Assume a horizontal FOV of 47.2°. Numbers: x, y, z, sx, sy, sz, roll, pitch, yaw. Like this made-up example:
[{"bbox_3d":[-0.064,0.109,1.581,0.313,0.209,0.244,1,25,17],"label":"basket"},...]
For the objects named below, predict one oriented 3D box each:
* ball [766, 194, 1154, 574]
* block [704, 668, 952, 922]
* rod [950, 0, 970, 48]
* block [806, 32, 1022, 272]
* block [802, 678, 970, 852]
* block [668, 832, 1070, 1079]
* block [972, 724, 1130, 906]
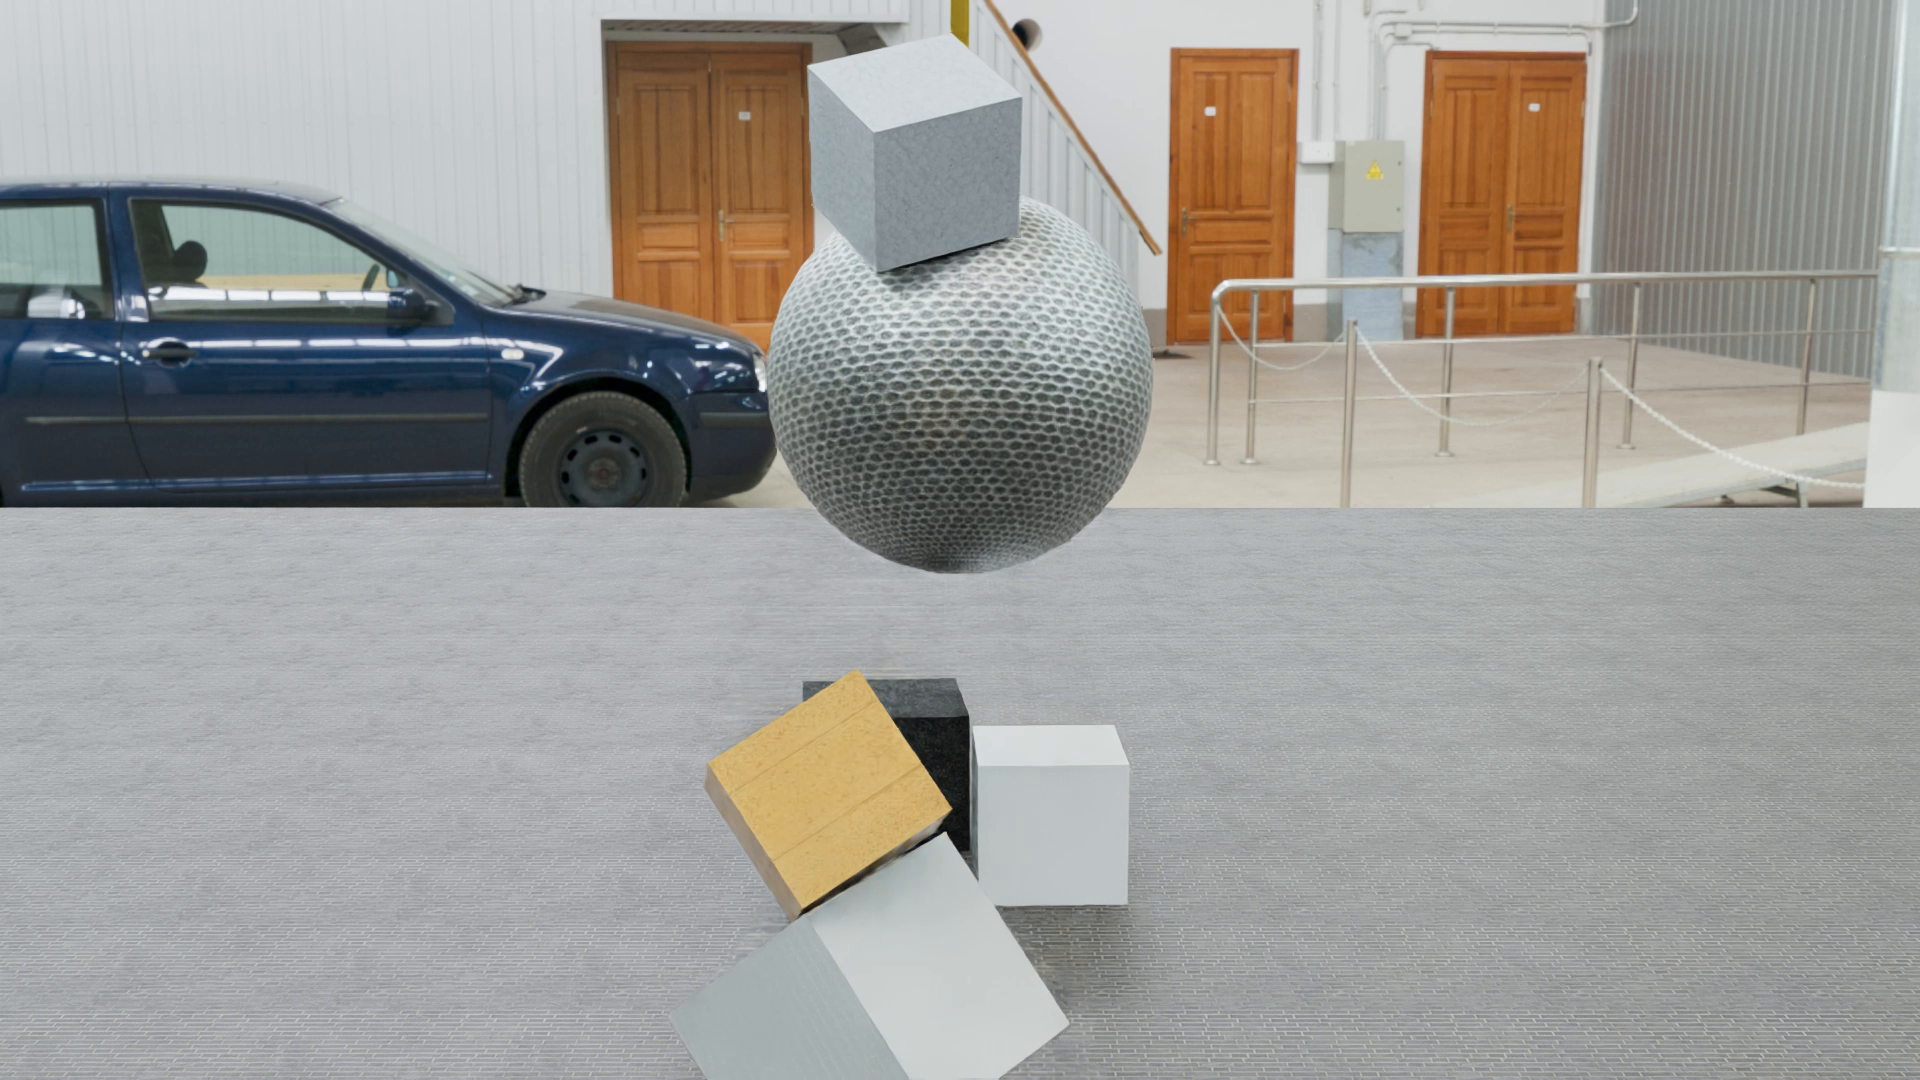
[{"bbox_3d":[0.000,-0.659,9.083,1.600,1.600,1.600,0,10,0],"label":"ball"},{"bbox_3d":[-0.441,0.847,7.192,0.569,0.546,0.495,-32,-10,-15],"label":"block"},{"bbox_3d":[0.000,-4.021,9.592,0.080,5.200,0.080,0,-9,0],"label":"rod"},{"bbox_3d":[-0.175,-1.477,8.352,0.608,0.589,0.575,-18,43,-21],"label":"block"},{"bbox_3d":[-0.392,1.151,11.291,0.808,0.695,0.787,-1,10,-5],"label":"block"},{"bbox_3d":[-0.307,1.614,7.397,0.822,0.767,0.759,-41,-11,37],"label":"block"},{"bbox_3d":[0.420,1.304,10.509,0.696,0.673,0.703,0,10,-2],"label":"block"}]
